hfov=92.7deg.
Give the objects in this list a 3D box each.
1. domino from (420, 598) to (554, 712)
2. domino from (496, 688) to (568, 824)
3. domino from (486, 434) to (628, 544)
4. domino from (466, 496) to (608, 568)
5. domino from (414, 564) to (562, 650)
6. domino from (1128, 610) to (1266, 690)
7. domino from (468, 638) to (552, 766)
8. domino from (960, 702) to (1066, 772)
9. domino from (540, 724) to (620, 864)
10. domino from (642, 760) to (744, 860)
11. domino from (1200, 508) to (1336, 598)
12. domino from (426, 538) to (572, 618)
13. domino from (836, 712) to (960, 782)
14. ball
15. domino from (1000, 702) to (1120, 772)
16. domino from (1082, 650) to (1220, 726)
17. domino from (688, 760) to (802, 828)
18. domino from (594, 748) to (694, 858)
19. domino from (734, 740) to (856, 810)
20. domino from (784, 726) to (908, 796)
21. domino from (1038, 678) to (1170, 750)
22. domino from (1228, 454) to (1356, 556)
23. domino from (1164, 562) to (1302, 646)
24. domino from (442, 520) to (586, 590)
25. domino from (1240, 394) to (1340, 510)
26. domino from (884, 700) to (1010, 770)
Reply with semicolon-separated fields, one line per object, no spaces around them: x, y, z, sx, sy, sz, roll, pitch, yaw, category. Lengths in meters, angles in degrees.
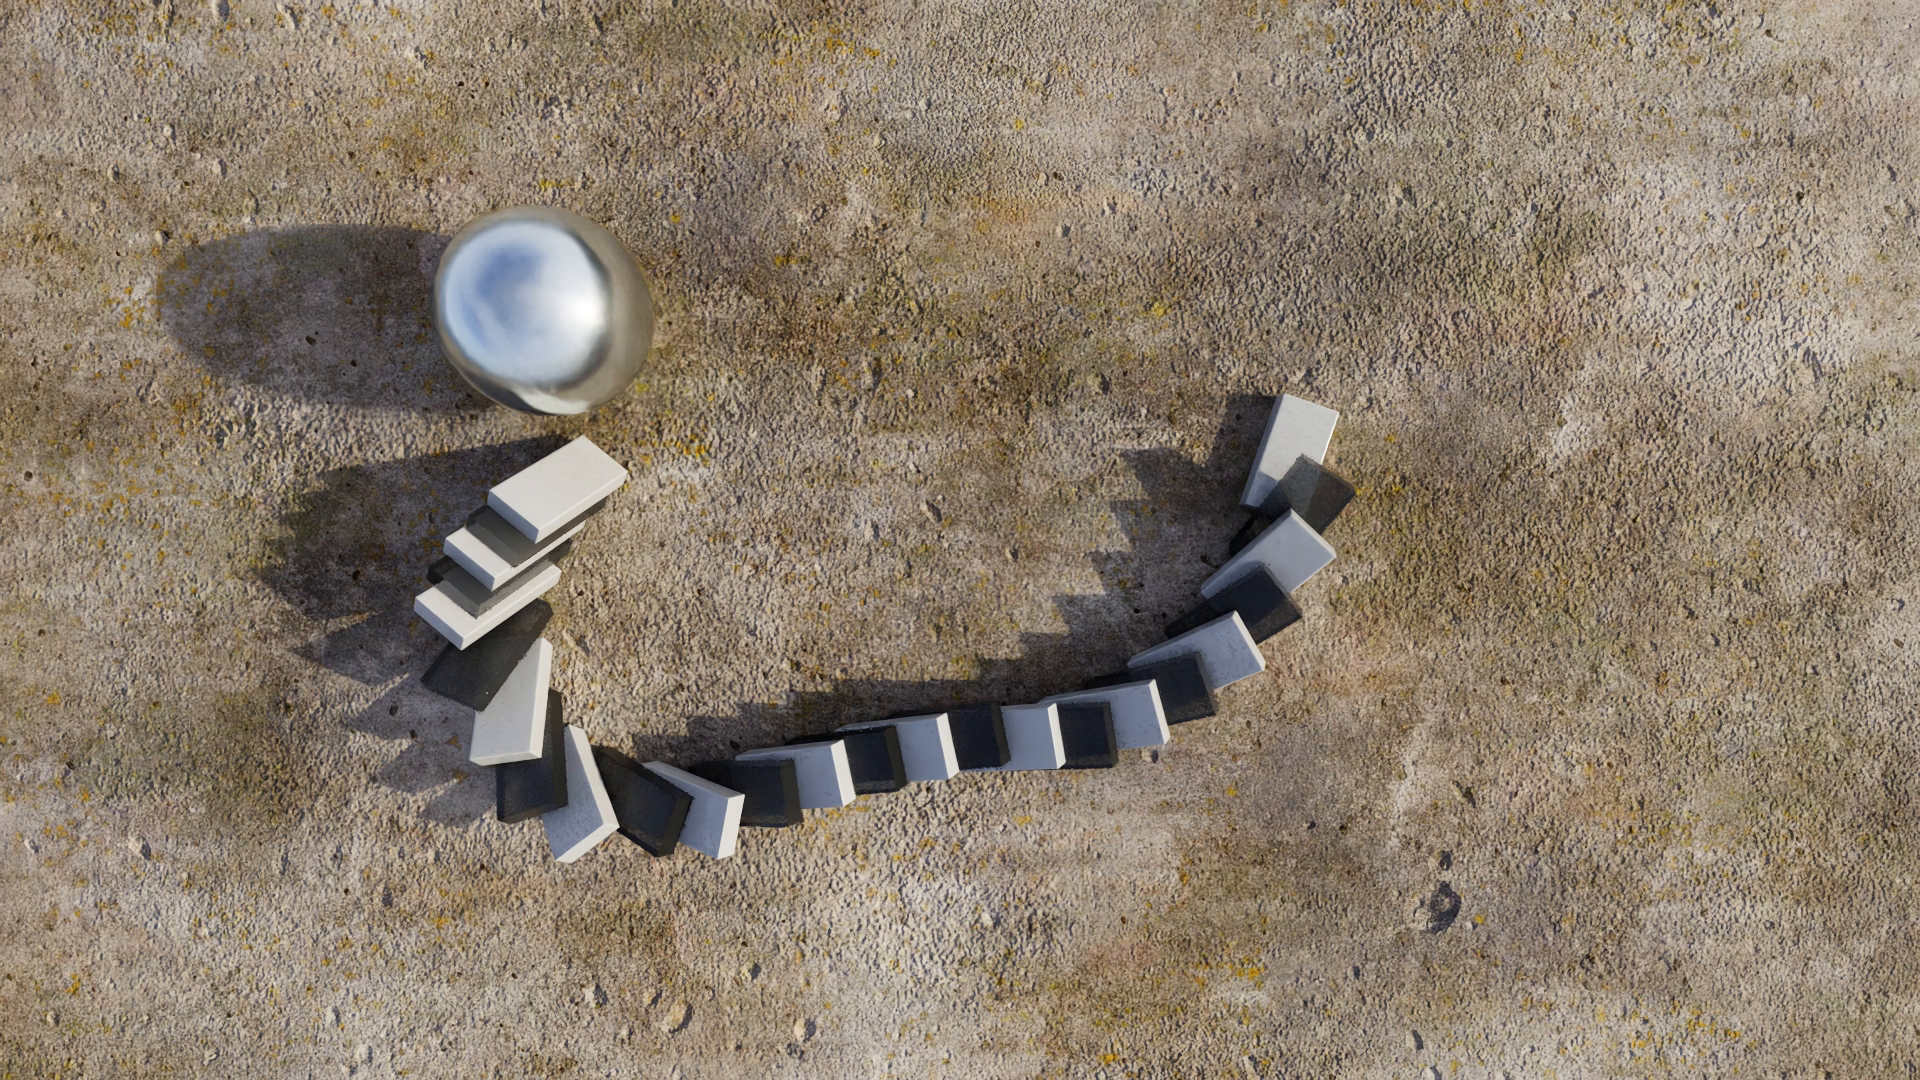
-0.196;0.044;0.382;0.025;0.009;0.050;23;58;3;domino
-0.180;0.090;0.383;0.025;0.009;0.050;-19;61;2;domino
-0.165;-0.022;0.378;0.025;0.050;0.010;39;131;0;domino
-0.173;-0.012;0.378;0.025;0.050;0.009;39;131;0;domino
-0.194;0.021;0.378;0.025;0.050;0.009;40;131;1;domino
0.099;0.052;0.384;0.050;0.009;0.025;-30;90;27;domino
-0.187;0.067;0.384;0.025;0.010;0.050;-8;61;0;domino
0.018;0.083;0.385;0.050;0.010;0.025;-9;91;26;domino
-0.163;0.105;0.383;0.025;0.010;0.050;-37;59;2;domino
-0.114;0.112;0.384;0.050;0.010;0.025;11;90;29;domino
0.129;0.013;0.385;0.025;0.010;0.050;43;116;-2;domino
-0.189;0.008;0.378;0.025;0.050;0.009;39;131;0;domino
-0.027;0.088;0.385;0.050;0.010;0.025;-12;90;26;domino
-0.162;-0.089;0.360;0.080;0.080;0.080;0;90;0;ball
0.039;0.083;0.384;0.050;0.009;0.025;-9;91;27;domino
0.080;0.066;0.385;0.050;0.009;0.025;-19;90;27;domino
-0.091;0.106;0.384;0.050;0.010;0.025;-8;90;27;domino
-0.137;0.109;0.384;0.050;0.010;0.025;20;90;28;domino
-0.070;0.100;0.385;0.050;0.010;0.025;-12;90;26;domino
-0.048;0.094;0.385;0.050;0.010;0.025;-12;90;26;domino
0.060;0.075;0.385;0.050;0.010;0.025;-15;90;27;domino
0.139;-0.008;0.385;0.025;0.009;0.050;32;116;-1;domino
0.114;0.034;0.385;0.050;0.010;0.025;-38;90;25;domino
-0.182;-0.003;0.378;0.025;0.050;0.010;39;131;0;domino
0.142;-0.035;0.395;0.025;0.010;0.050;19;90;0;domino
-0.006;0.083;0.385;0.050;0.009;0.025;-12;90;26;domino
